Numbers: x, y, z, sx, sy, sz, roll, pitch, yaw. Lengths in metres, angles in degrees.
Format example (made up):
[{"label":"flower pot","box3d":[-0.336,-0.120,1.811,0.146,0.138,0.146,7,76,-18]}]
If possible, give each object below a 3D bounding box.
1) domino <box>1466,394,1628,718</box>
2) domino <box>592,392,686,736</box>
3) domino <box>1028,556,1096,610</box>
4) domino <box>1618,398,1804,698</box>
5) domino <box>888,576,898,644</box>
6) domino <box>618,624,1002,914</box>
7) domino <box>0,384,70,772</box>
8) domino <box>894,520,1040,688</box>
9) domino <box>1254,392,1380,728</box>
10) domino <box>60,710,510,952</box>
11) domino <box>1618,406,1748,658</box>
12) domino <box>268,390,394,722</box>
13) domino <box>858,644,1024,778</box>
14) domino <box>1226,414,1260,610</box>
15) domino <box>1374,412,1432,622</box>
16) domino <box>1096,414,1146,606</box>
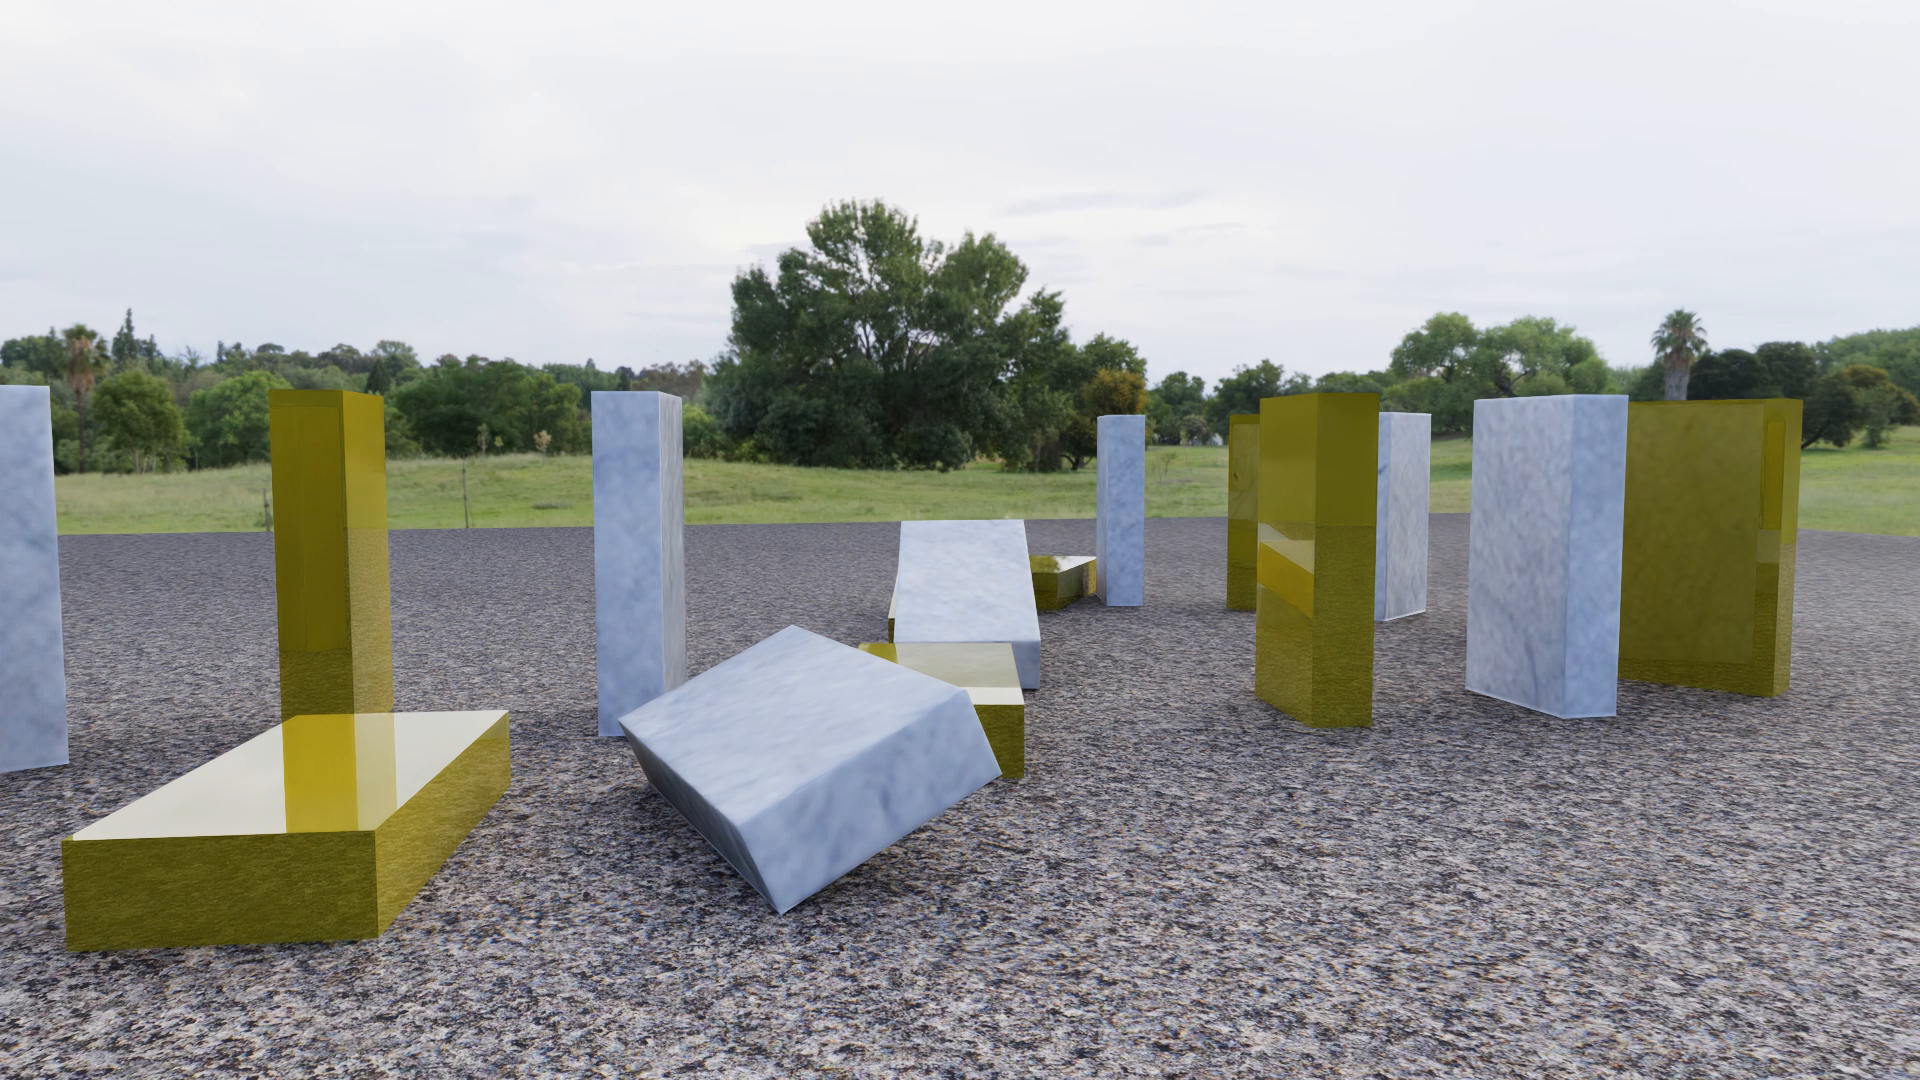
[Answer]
[{"label":"domino","box3d":[0.095,0.002,0.210,0.009,0.050,0.025,-1,4,-13]},{"label":"domino","box3d":[-0.049,0.003,0.198,0.009,0.050,0.025,0,4,-5]},{"label":"domino","box3d":[0.021,0.011,0.356,0.025,0.010,0.050,1,5,19]},{"label":"domino","box3d":[0.132,0.001,0.226,0.009,0.050,0.025,-4,6,-43]},{"label":"domino","box3d":[-0.001,0.012,0.270,0.025,0.010,0.050,0,16,1]},{"label":"domino","box3d":[-0.019,0.022,0.142,0.025,0.009,0.050,-28,16,-22]},{"label":"domino","box3d":[-0.130,0.004,0.176,0.010,0.050,0.025,-4,6,-39]},{"label":"domino","box3d":[0.001,0.011,0.242,0.025,0.009,0.050,-1,25,-1]},{"label":"domino","box3d":[0.056,0.002,0.204,0.009,0.050,0.025,0,4,-6]},{"label":"domino","box3d":[-0.065,0.028,0.134,0.025,0.009,0.050,-1,4,-7]},{"label":"domino","box3d":[0.144,-0.002,0.261,0.025,0.050,0.009,0,4,-7]},{"label":"domino","box3d":[-0.094,0.003,0.192,0.009,0.050,0.025,-1,4,-12]},{"label":"domino","box3d":[-0.004,0.024,0.188,0.025,0.009,0.050,0,4,0]},{"label":"domino","box3d":[0.079,-0.008,0.338,0.010,0.050,0.025,2,5,29]},{"label":"domino","box3d":[0.107,-0.006,0.319,0.010,0.050,0.025,4,6,41]},{"label":"domino","box3d":[0.043,-0.009,0.348,0.009,0.050,0.025,0,4,-1]}]
